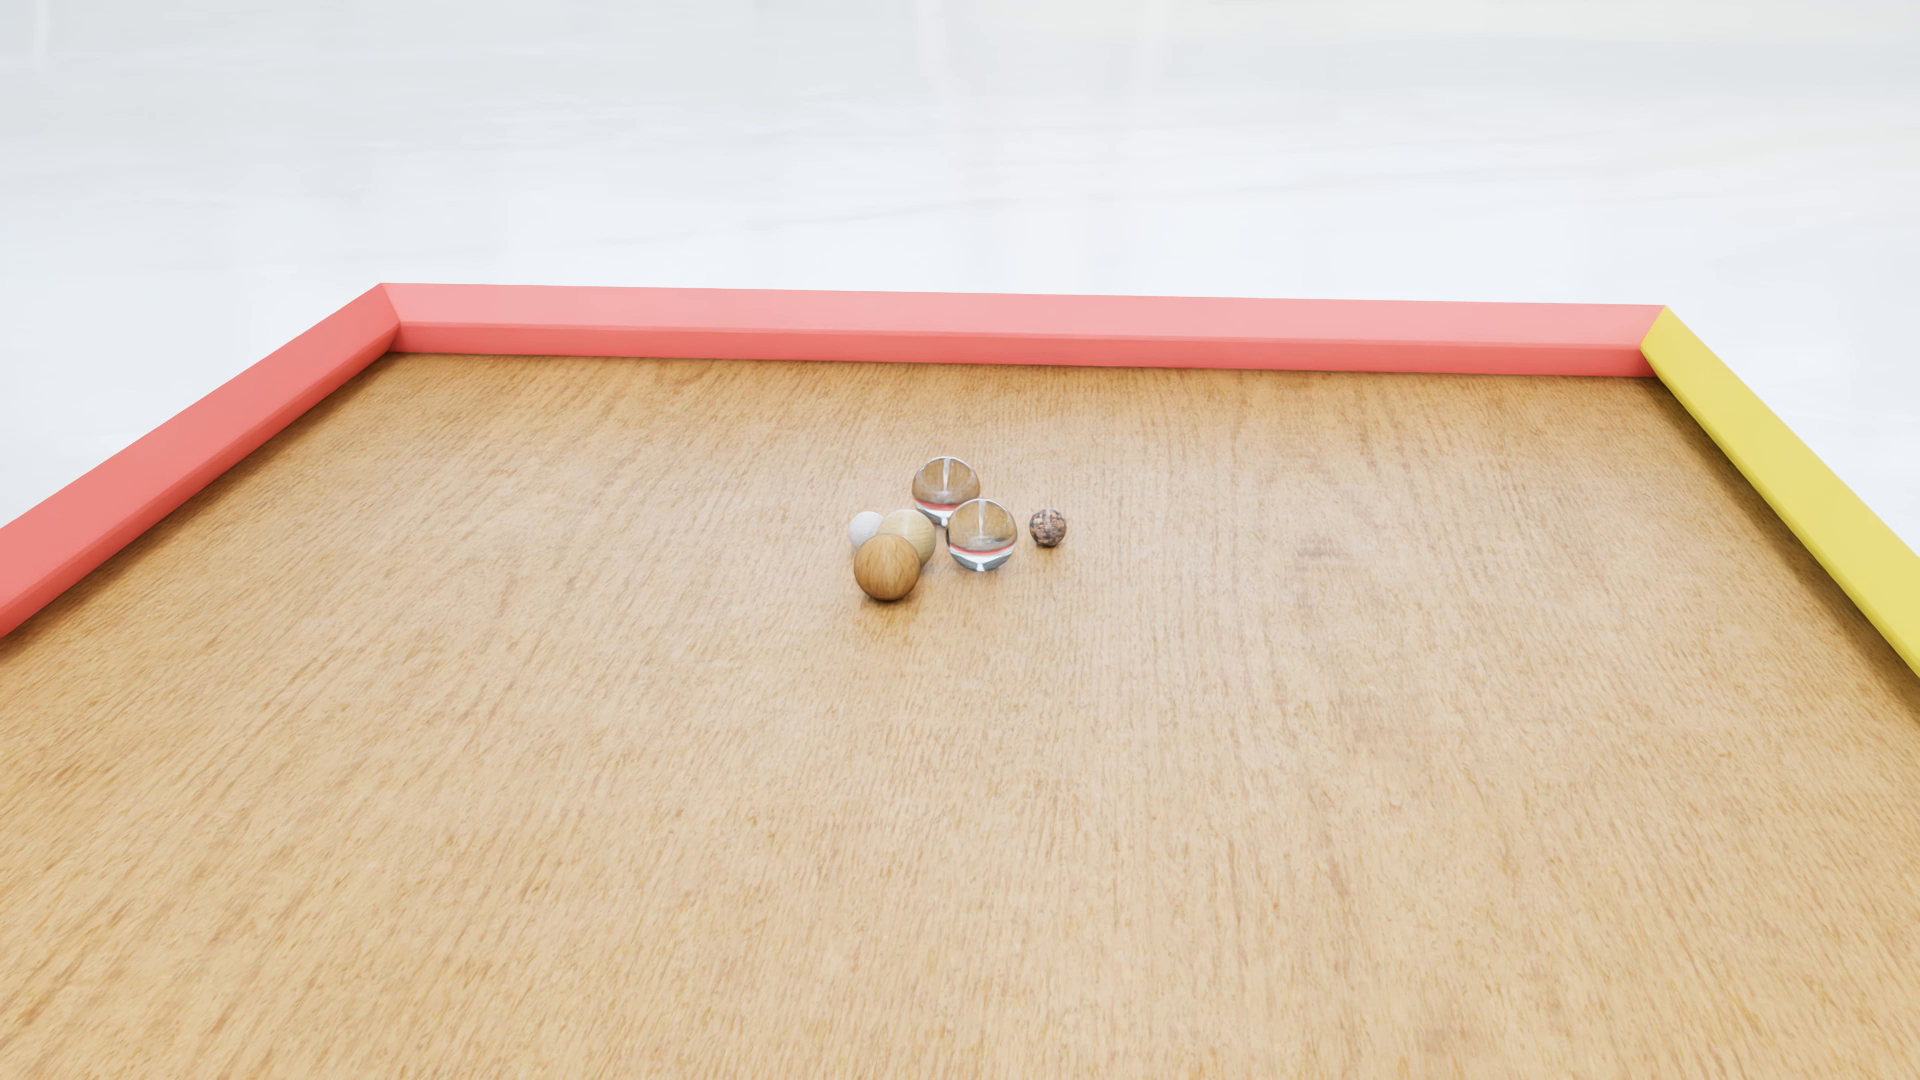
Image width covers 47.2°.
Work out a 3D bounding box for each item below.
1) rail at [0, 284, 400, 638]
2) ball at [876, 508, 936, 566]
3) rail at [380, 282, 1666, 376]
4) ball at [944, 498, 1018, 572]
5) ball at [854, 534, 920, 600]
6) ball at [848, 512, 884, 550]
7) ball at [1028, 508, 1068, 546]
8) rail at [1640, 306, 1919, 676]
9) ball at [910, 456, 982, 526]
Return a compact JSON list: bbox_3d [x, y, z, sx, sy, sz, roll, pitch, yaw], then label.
[{"bbox_3d":[-1.104,0.276,1.789,0.045,0.117,4.018,1,19,4],"label":"rail"},{"bbox_3d":[-0.065,0.000,2.664,0.075,0.075,0.075,0,19,0],"label":"ball"},{"bbox_3d":[0.078,-0.339,3.584,2.102,0.117,0.045,1,19,4],"label":"rail"},{"bbox_3d":[0.026,-0.006,2.660,0.089,0.089,0.089,0,19,0],"label":"ball"},{"bbox_3d":[-0.085,0.031,2.564,0.079,0.079,0.079,0,19,0],"label":"ball"},{"bbox_3d":[-0.114,-0.010,2.728,0.051,0.051,0.051,0,19,0],"label":"ball"},{"bbox_3d":[0.110,-0.017,2.752,0.048,0.048,0.048,0,19,0],"label":"ball"},{"bbox_3d":[0.944,0.329,1.634,0.045,0.117,4.018,1,19,4],"label":"rail"},{"bbox_3d":[-0.018,-0.063,2.822,0.090,0.090,0.090,0,19,0],"label":"ball"}]
